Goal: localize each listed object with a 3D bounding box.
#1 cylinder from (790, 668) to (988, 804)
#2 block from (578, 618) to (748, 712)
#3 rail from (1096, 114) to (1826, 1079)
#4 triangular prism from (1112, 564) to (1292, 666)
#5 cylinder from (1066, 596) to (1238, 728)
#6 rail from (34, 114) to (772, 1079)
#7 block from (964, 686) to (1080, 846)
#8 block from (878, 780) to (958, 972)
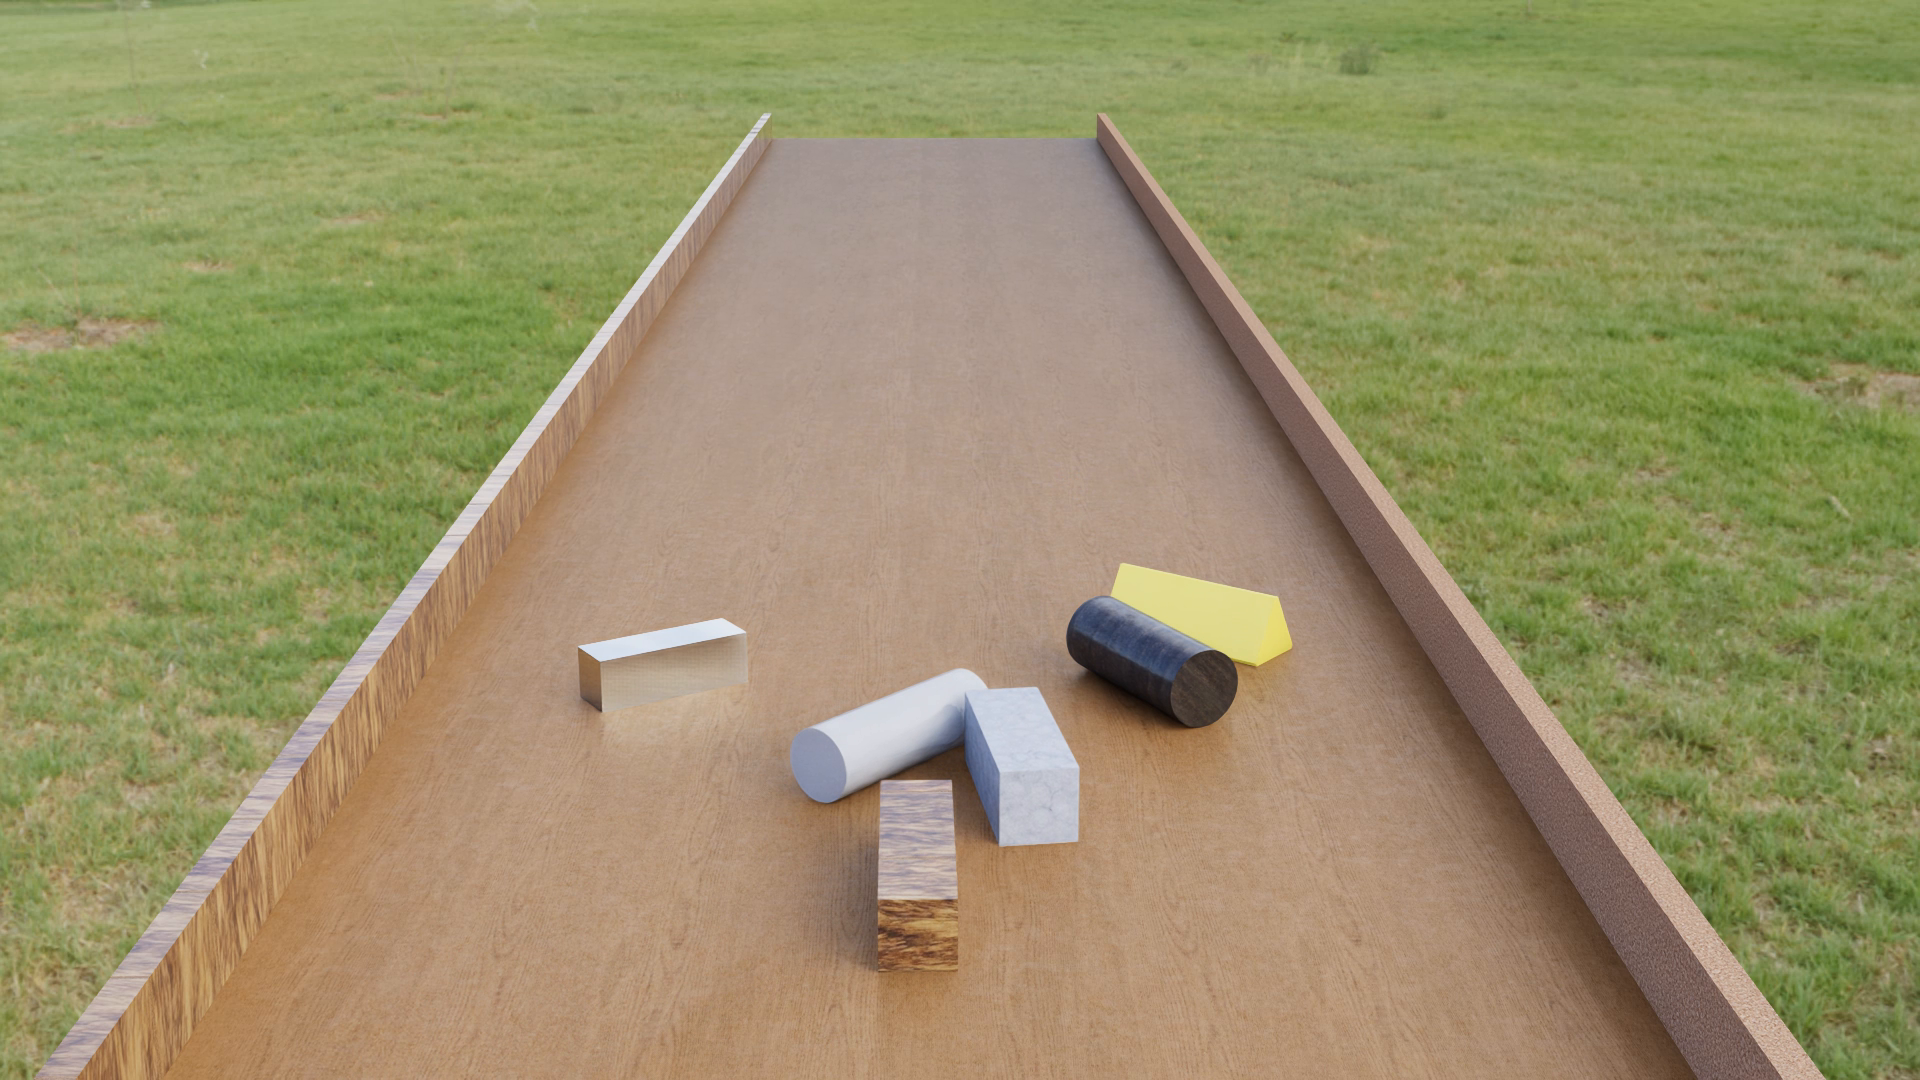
[{"bbox_3d":[-0.115,0.339,3.855,0.132,0.132,0.387,14,21,38],"label":"cylinder"},{"bbox_3d":[-0.571,0.240,4.240,0.308,0.103,0.103,-11,20,-32],"label":"block"},{"bbox_3d":[0.932,-0.844,7.801,0.050,0.150,12.000,0,17,-1],"label":"rail"},{"bbox_3d":[0.486,0.141,4.522,0.372,0.125,0.144,13,21,36],"label":"triangular prism"},{"bbox_3d":[0.362,0.228,4.198,0.150,0.150,0.368,-9,19,-27],"label":"cylinder"},{"bbox_3d":[-1.118,-0.838,7.780,0.050,0.150,12.000,0,17,-1],"label":"rail"},{"bbox_3d":[0.100,0.378,3.727,0.130,0.130,0.376,-2,17,-8],"label":"block"},{"bbox_3d":[-0.065,0.502,3.339,0.114,0.114,0.434,0,17,-1],"label":"block"}]
